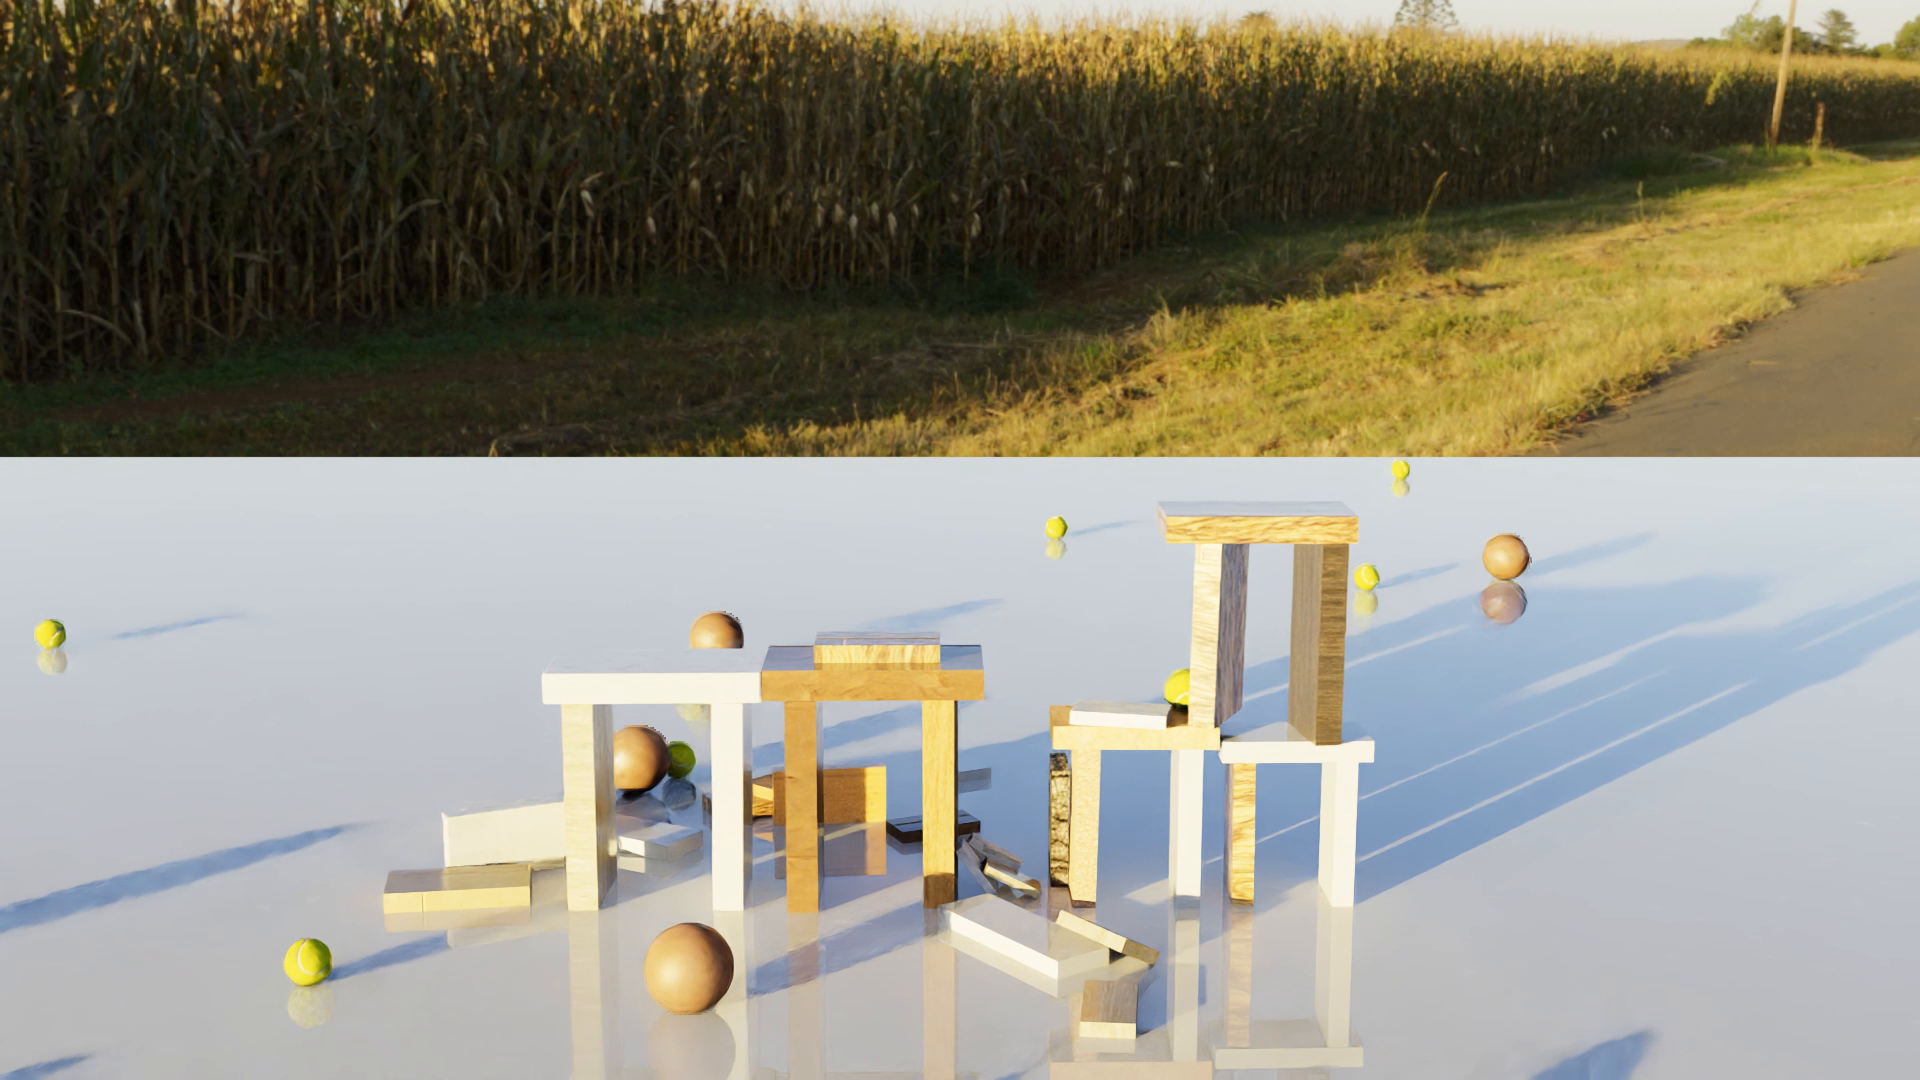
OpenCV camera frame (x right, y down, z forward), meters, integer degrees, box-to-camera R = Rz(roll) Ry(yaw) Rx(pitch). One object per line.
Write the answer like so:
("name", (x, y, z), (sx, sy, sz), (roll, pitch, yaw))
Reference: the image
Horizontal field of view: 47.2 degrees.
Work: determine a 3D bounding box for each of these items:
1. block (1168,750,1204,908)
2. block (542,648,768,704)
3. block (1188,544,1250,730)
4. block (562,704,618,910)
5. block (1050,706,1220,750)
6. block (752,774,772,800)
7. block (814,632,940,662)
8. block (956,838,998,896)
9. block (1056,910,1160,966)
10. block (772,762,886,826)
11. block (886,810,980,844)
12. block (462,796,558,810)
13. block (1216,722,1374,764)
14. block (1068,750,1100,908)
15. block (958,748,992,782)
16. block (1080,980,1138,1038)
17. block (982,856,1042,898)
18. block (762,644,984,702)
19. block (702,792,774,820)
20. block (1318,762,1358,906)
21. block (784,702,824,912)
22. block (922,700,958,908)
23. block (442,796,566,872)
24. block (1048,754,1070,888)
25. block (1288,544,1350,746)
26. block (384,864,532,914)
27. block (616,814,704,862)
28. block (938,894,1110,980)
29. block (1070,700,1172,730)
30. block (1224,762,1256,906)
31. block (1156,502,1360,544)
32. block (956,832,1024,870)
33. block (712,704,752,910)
("block", (0.374, 0.458, 3.643), (0.038, 0.268, 0.134), (0, 11, 0))
("block", (-0.495, 0.222, 3.606), (0.348, 0.049, 0.174), (0, 11, -1))
("block", (0.422, 0.141, 3.577), (0.043, 0.303, 0.152), (6, 12, 24))
("block", (-0.612, 0.418, 3.643), (0.049, 0.348, 0.174), (0, 11, 2))
("block", (0.284, 0.308, 3.615), (0.268, 0.038, 0.134), (0, 11, 0))
("block", (-0.324, 0.458, 4.159), (0.077, 0.022, 0.154), (9, 14, 42))
("block", (-0.135, 0.175, 3.606), (0.203, 0.029, 0.102), (0, 11, 0))
("block", (0.029, 0.546, 3.659), (0.014, 0.101, 0.050), (-36, 7, 8))
("block", (0.228, 0.613, 3.391), (0.078, 0.022, 0.156), (28, -8, -37))
("block", (-0.240, 0.467, 4.047), (0.206, 0.103, 0.029), (-2, 11, -9))
("block", (-0.049, 0.519, 3.990), (0.154, 0.022, 0.077), (-5, 12, -25))
("block", (-0.792, 0.506, 4.033), (0.233, 0.033, 0.117), (-2, 11, -11))
("block", (0.546, 0.332, 3.616), (0.246, 0.035, 0.123), (0, 11, -2))
("block", (0.205, 0.458, 3.644), (0.038, 0.268, 0.134), (1, 11, -1))
("block", (-0.006, 0.448, 4.374), (0.077, 0.022, 0.154), (-5, 12, -25))
("block", (0.215, 0.673, 3.160), (0.078, 0.022, 0.156), (1, 11, 6))
("block", (0.086, 0.562, 3.659), (0.101, 0.014, 0.050), (27, 8, -7))
("block", (-0.140, 0.217, 3.600), (0.355, 0.050, 0.177), (0, 11, -1))
("block", (-0.368, 0.491, 4.125), (0.206, 0.029, 0.103), (-5, 12, -24))
("block", (0.627, 0.469, 3.646), (0.035, 0.246, 0.123), (0, 11, -1))
("block", (-0.256, 0.416, 3.633), (0.050, 0.355, 0.177), (0, 11, 0))
("block", (-0.032, 0.413, 3.652), (0.050, 0.355, 0.177), (0, 11, 2))
("block", (-0.764, 0.512, 3.768), (0.233, 0.117, 0.033), (-5, 11, -26))
("block", (0.167, 0.475, 3.729), (0.029, 0.203, 0.102), (0, 11, 0))
("block", (0.581, 0.155, 3.573), (0.043, 0.329, 0.152), (-1, 11, -9))
("block", (-0.831, 0.577, 3.648), (0.233, 0.033, 0.117), (-2, 11, -9))
("block", (-0.576, 0.528, 3.920), (0.213, 0.029, 0.103), (6, 12, 29))
("block", (0.096, 0.617, 3.442), (0.102, 0.029, 0.302), (-8, 13, -36))
("block", (0.262, 0.284, 3.578), (0.156, 0.022, 0.078), (2, 11, 12))
("block", (0.463, 0.469, 3.647), (0.035, 0.246, 0.123), (0, 11, 0))
("block", (0.476, -0.029, 3.543), (0.303, 0.043, 0.152), (0, 11, -1))
("block", (0.051, 0.535, 3.702), (0.101, 0.050, 0.014), (29, 28, -15))
("block", (-0.376, 0.417, 3.642), (0.049, 0.348, 0.174), (1, 11, 0))
